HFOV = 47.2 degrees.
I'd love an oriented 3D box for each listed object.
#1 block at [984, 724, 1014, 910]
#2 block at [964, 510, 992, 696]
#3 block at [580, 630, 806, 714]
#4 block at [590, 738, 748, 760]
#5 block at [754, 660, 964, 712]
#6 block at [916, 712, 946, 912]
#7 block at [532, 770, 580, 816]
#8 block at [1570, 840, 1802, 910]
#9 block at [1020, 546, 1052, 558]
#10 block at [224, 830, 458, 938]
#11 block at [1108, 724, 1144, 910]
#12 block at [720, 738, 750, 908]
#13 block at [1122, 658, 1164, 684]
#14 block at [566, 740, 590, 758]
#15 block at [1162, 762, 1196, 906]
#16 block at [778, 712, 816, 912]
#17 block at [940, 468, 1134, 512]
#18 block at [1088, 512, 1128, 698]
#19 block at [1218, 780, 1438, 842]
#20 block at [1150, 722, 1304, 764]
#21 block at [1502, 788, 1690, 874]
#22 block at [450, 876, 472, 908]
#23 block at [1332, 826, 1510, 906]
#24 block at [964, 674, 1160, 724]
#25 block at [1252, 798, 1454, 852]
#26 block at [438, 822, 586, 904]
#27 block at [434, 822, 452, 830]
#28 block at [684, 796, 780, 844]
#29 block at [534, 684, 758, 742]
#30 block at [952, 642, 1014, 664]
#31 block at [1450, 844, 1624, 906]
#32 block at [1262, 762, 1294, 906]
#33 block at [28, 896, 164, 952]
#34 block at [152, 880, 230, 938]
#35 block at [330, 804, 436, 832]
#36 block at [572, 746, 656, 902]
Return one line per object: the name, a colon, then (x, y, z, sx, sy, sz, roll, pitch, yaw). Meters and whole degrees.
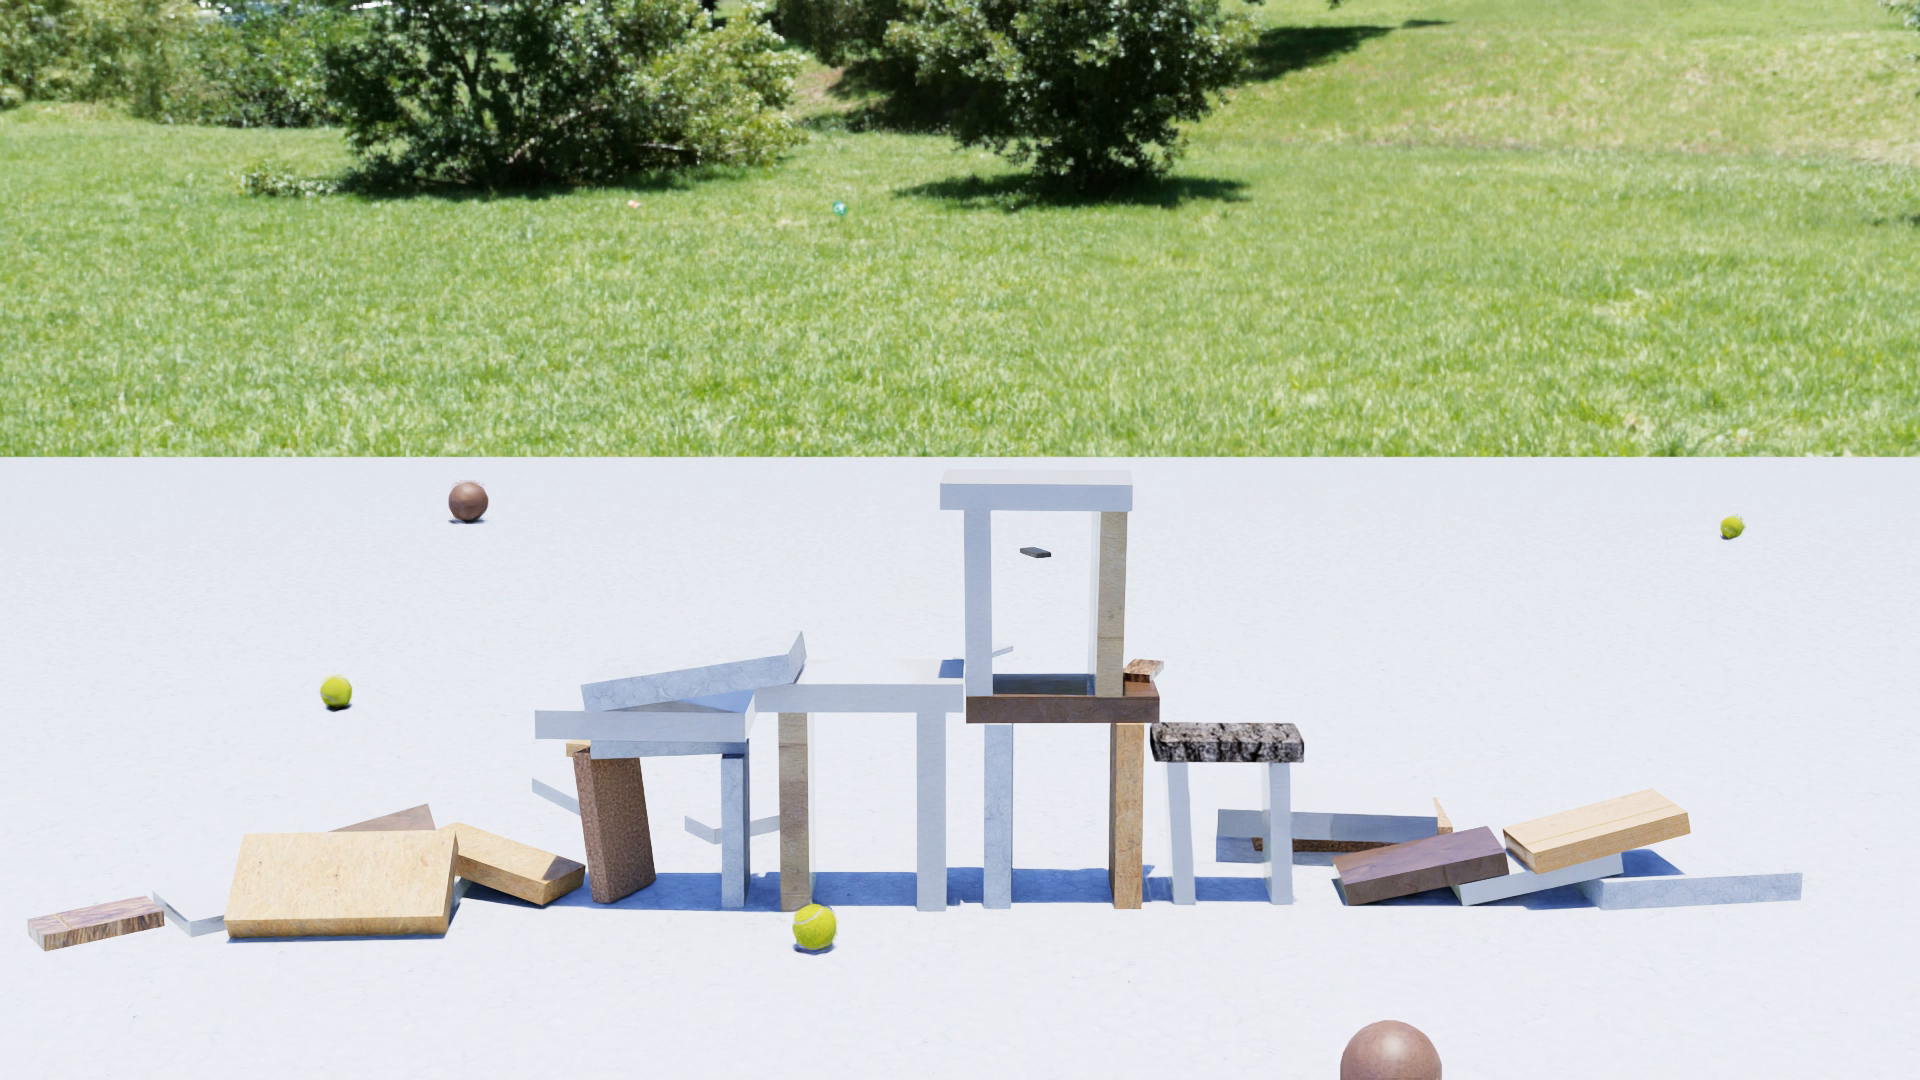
block: (0.064, 0.436, 3.643, 0.044, 0.312, 0.156, 1, 11, 2)
block: (0.029, 0.088, 3.585, 0.043, 0.304, 0.152, -1, 10, 0)
block: (-0.429, 0.212, 3.571, 0.338, 0.048, 0.169, -9, 10, 5)
block: (-0.482, 0.322, 3.628, 0.252, 0.036, 0.126, -1, 11, -10)
block: (-0.161, 0.238, 3.600, 0.335, 0.047, 0.167, 0, 11, 0)
block: (-0.046, 0.426, 3.636, 0.047, 0.335, 0.167, 0, 11, 0)
block: (-0.719, 0.480, 4.181, 0.104, 0.029, 0.208, -8, 13, -37)
block: (1.207, 0.561, 3.691, 0.346, 0.049, 0.173, -1, 11, -8)
block: (0.227, 0.038, 6.603, 0.051, 0.015, 0.103, -6, 12, -28)
block: (-0.985, 0.549, 3.519, 0.338, 0.048, 0.169, -1, 45, -3)
block: (0.275, 0.436, 3.642, 0.044, 0.312, 0.156, 0, 11, 0)
block: (-0.371, 0.467, 3.642, 0.036, 0.252, 0.126, 0, 11, 0)
block: (0.304, 0.219, 3.677, 0.051, 0.015, 0.103, 4, 11, 18)
block: (-0.715, 0.412, 4.547, 0.104, 0.029, 0.208, 4, 11, 21)
block: (0.363, 0.469, 3.650, 0.034, 0.242, 0.121, -4, 10, 2)
block: (-0.269, 0.426, 3.636, 0.047, 0.335, 0.167, 0, 11, 0)
block: (0.124, -0.081, 3.541, 0.304, 0.043, 0.152, 1, 11, 3)
block: (0.239, 0.089, 3.579, 0.043, 0.304, 0.152, 1, 10, -2)
block: (0.642, 0.478, 3.872, 0.374, 0.049, 0.173, 1, 11, 7)
block: (0.438, 0.333, 3.624, 0.242, 0.034, 0.121, 0, 11, 1)
block: (1.053, 0.482, 3.645, 0.267, 0.038, 0.134, -14, 12, -5)
block: (-0.956, 0.572, 3.663, 0.259, 0.037, 0.130, 0, 11, 0)
block: (0.765, 0.542, 3.663, 0.267, 0.038, 0.134, -12, 11, 3)
block: (0.165, 0.260, 3.616, 0.312, 0.044, 0.156, 0, 10, -1)
block: (0.697, 0.511, 3.959, 0.346, 0.049, 0.173, 0, 11, 2)
block: (-0.774, 0.540, 3.688, 0.259, 0.037, 0.130, 15, 11, 19)
block: (-0.998, 0.532, 3.907, 0.184, 0.026, 0.092, -2, 11, -12)
block: (-0.387, 0.510, 4.019, 0.208, 0.029, 0.104, -8, 13, -37)
block: (-0.511, 0.283, 3.608, 0.338, 0.048, 0.169, 1, 11, 1)
block: (0.056, 0.276, 5.321, 0.051, 0.015, 0.183, 7, 13, 35)
block: (0.951, 0.541, 3.664, 0.267, 0.038, 0.134, -12, 12, 2)
block: (0.526, 0.470, 3.651, 0.034, 0.242, 0.121, -3, 10, 2)
block: (-1.373, 0.609, 3.497, 0.185, 0.026, 0.092, -8, 13, -37)
block: (-1.232, 0.596, 3.565, 0.092, 0.026, 0.185, -8, 13, -37)
block: (-0.983, 0.527, 3.602, 0.259, 0.037, 0.130, -15, 48, -17)
block: (-0.574, 0.462, 3.659, 0.036, 0.252, 0.126, -3, 8, 30)
